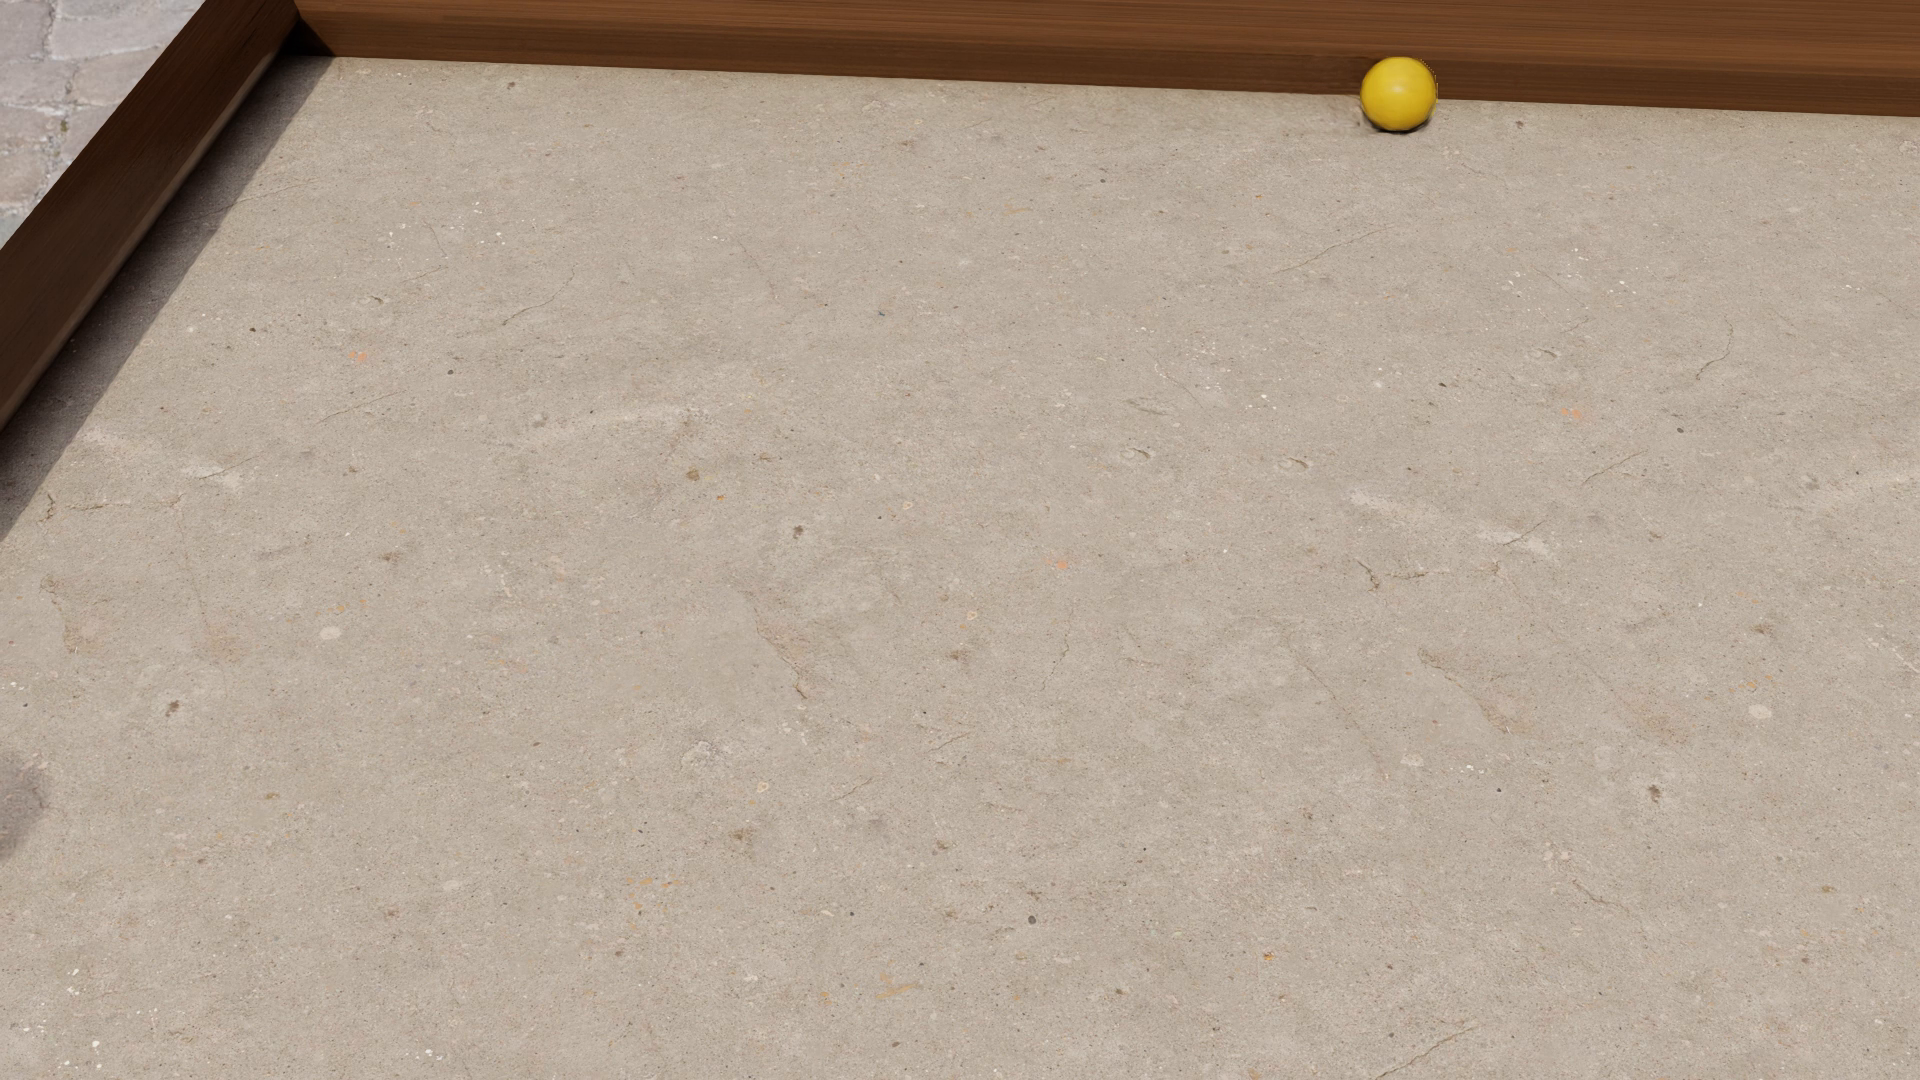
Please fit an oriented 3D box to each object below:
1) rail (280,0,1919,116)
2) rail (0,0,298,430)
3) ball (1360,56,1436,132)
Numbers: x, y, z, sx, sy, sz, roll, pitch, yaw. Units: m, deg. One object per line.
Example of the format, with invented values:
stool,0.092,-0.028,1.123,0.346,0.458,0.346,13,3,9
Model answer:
rail,0.851,-0.460,2.467,3.122,0.127,0.045,3,35,4
rail,-0.754,-0.064,1.902,0.045,0.127,1.708,3,35,4
ball,0.422,-0.430,2.474,0.072,0.072,0.072,0,35,0
